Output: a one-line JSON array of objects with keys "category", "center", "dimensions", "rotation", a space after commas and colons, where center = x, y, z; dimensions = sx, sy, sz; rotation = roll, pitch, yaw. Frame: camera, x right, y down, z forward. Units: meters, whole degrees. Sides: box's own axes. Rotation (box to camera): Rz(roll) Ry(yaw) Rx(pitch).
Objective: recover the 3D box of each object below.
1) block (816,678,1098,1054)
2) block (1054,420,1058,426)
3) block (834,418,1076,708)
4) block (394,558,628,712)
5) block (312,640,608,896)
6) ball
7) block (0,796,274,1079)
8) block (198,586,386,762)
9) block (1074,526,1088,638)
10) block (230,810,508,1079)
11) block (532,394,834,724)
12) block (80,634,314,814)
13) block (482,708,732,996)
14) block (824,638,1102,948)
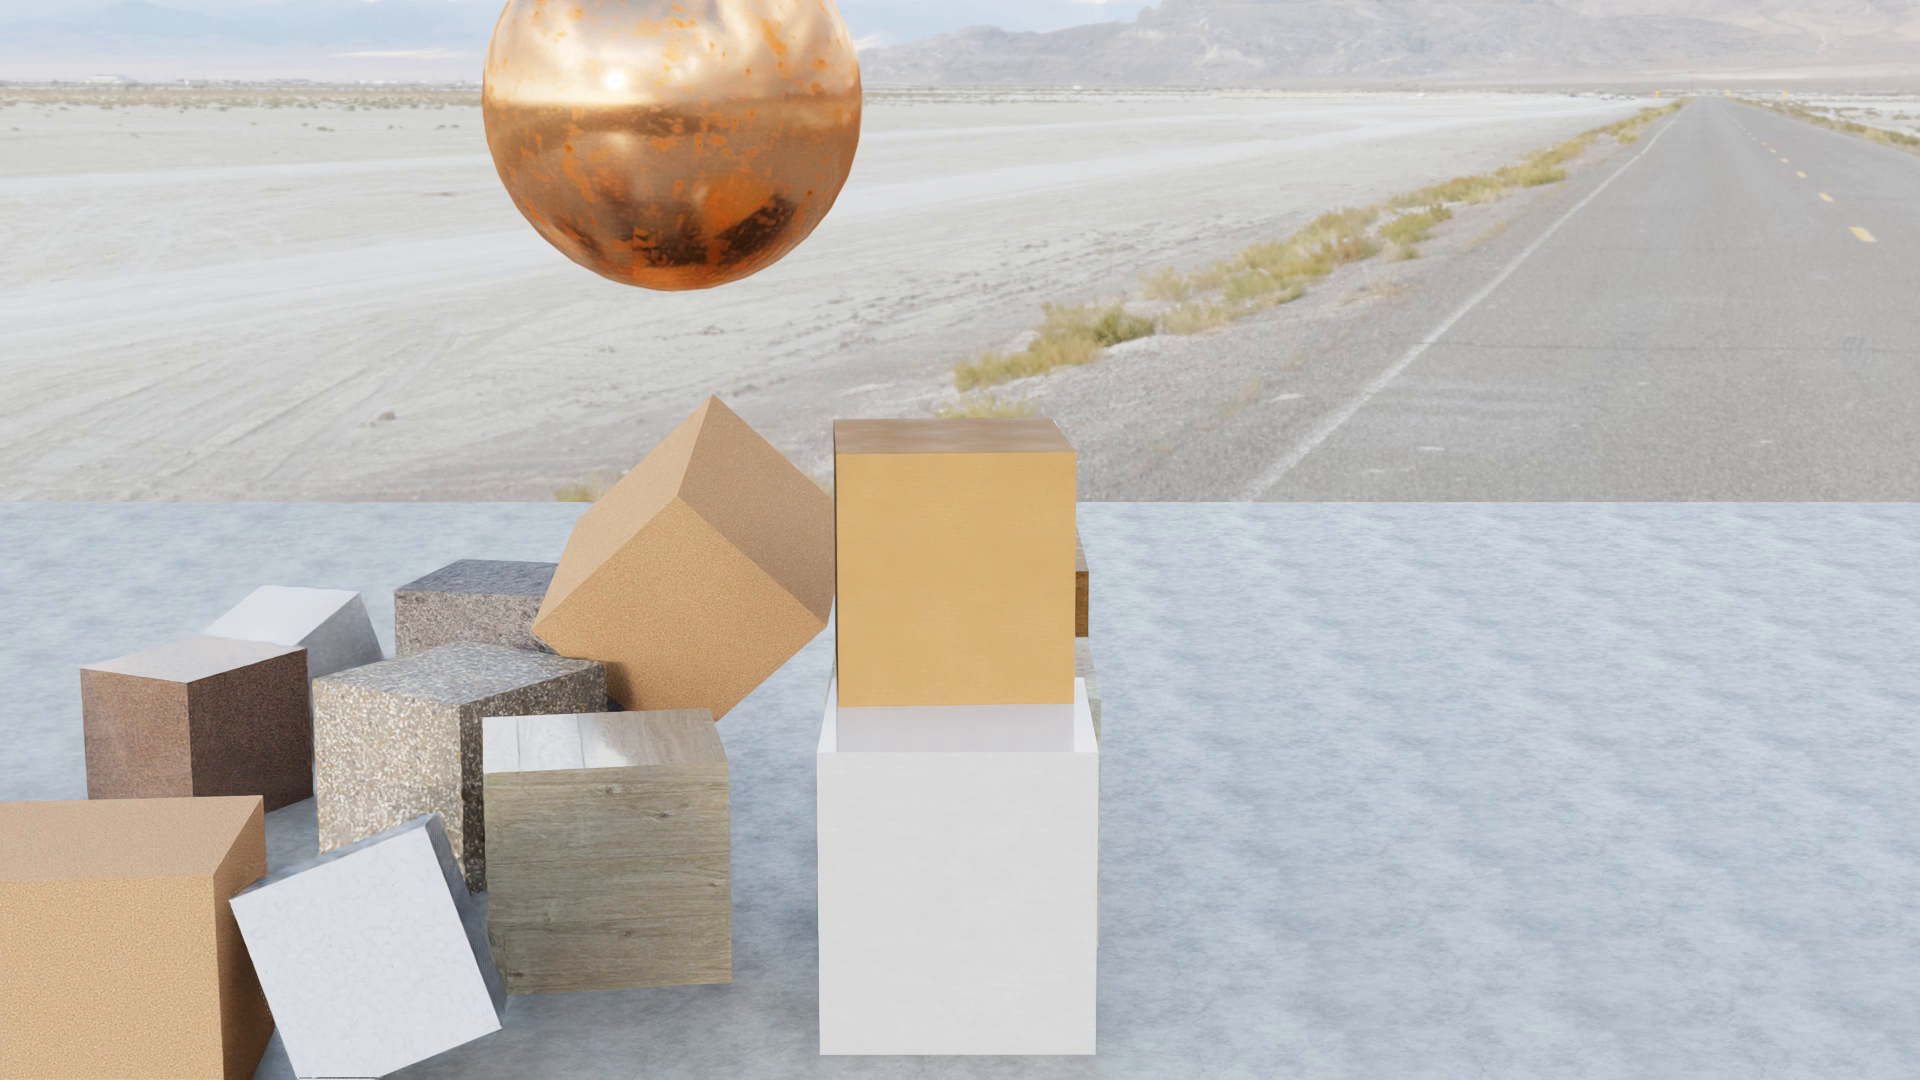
[{"category": "block", "center": [-0.008, 1.207, 9.763], "dimensions": [1.000, 1.131, 1.140], "rotation": [0, 10, 0]}, {"category": "block", "center": [-0.009, 0.004, 11.109], "dimensions": [0.899, 0.933, 0.853], "rotation": [0, 10, -2]}, {"category": "block", "center": [-0.042, 0.065, 10.173], "dimensions": [0.900, 0.971, 0.986], "rotation": [-1, 10, -3]}, {"category": "block", "center": [-2.182, 0.684, 13.015], "dimensions": [1.058, 0.998, 0.843], "rotation": [2, 11, 12]}, {"category": "block", "center": [-2.249, 1.009, 11.636], "dimensions": [0.891, 0.851, 0.951], "rotation": [7, 12, 32]}, {"category": "ball", "center": [-1.210, -1.852, 10.844], "dimensions": [1.600, 1.600, 1.600], "rotation": [0, 10, 0]}, {"category": "block", "center": [-2.973, 1.471, 8.956], "dimensions": [0.939, 0.901, 0.959], "rotation": [-1, 10, -5]}, {"category": "block", "center": [-3.425, 0.676, 13.137], "dimensions": [0.680, 0.621, 0.633], "rotation": [3, 31, 30]}, {"category": "block", "center": [0.013, 0.617, 12.886], "dimensions": [1.198, 1.176, 1.230], "rotation": [0, 10, 0]}, {"category": "block", "center": [-2.014, 1.415, 8.843], "dimensions": [0.668, 0.719, 0.806], "rotation": [-21, 1, -9]}, {"category": "block", "center": [-1.254, 0.151, 12.211], "dimensions": [1.019, 0.923, 1.064], "rotation": [-41, 19, 22]}, {"category": "block", "center": [-3.664, 0.931, 12.354], "dimensions": [0.666, 0.747, 0.814], "rotation": [5, 12, 27]}, {"category": "block", "center": [-1.429, 1.231, 10.305], "dimensions": [0.932, 0.891, 0.864], "rotation": [-2, 10, -10]}, {"category": "block", "center": [0.012, 1.045, 10.903], "dimensions": [1.106, 1.042, 1.141], "rotation": [0, 10, 0]}]
